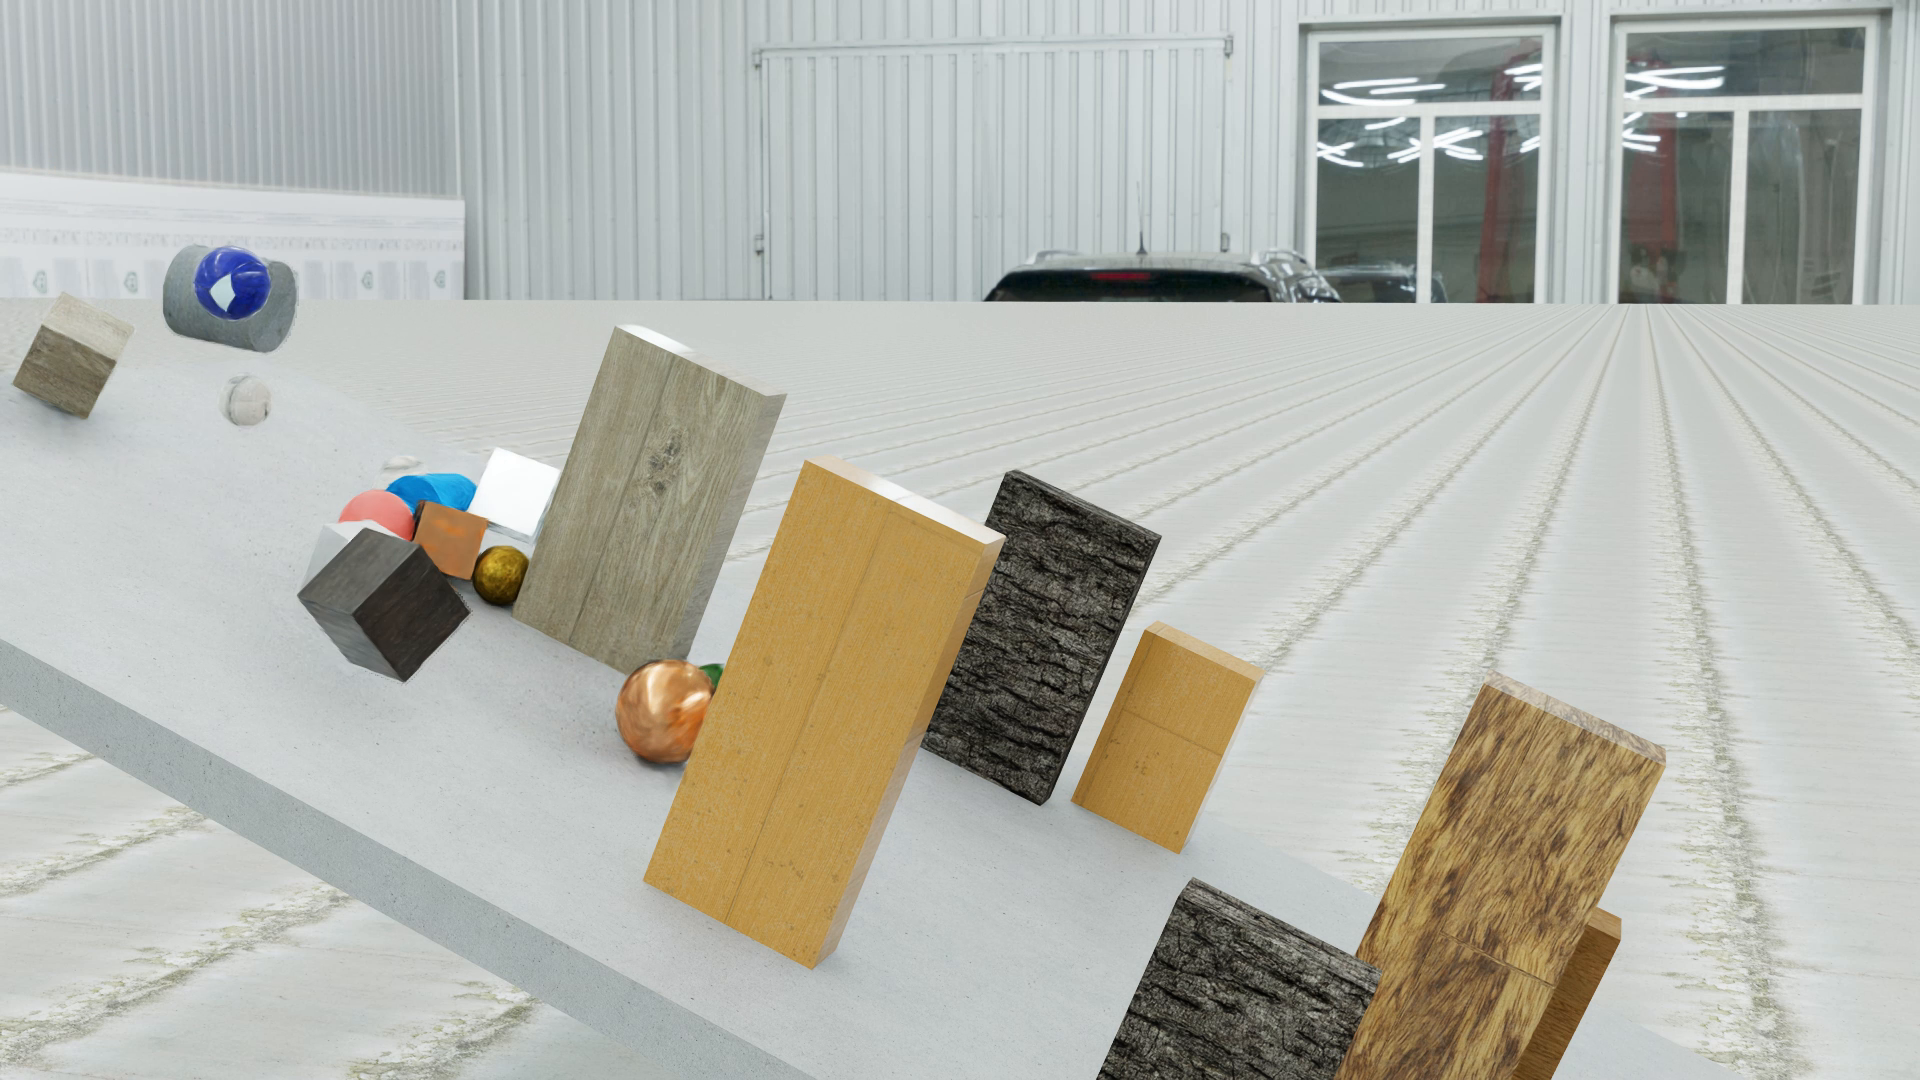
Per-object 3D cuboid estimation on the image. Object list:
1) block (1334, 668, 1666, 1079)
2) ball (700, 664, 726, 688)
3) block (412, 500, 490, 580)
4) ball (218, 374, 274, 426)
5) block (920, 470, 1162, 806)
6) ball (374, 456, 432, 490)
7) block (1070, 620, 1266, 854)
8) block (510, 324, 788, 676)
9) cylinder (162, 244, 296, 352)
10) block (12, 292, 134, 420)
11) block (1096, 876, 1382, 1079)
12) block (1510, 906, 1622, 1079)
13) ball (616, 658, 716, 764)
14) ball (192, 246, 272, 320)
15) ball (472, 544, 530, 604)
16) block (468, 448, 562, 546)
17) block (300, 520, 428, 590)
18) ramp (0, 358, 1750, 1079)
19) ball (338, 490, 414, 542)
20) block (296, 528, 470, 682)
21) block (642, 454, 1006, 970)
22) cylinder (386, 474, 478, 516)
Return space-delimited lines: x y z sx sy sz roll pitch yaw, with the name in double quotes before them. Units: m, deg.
"block" 0.835 0.639 3.593 0.302 0.795 0.139 25 13 13
"ball" -0.466 0.315 4.193 0.159 0.159 0.159 0 7 0
"block" -1.053 -0.001 4.489 0.130 0.130 0.130 18 -5 -20
"ball" -1.530 -0.299 4.708 0.114 0.114 0.114 0 7 0
"block" 0.143 0.204 4.616 0.340 0.617 0.083 25 13 13
"ball" -1.208 -0.119 4.778 0.130 0.130 0.130 0 7 0
"block" 0.445 0.420 4.701 0.257 0.413 0.129 25 13 13
"block" -0.626 -0.068 4.404 0.345 0.638 0.113 25 13 13
"cylinder" -1.515 -0.502 4.567 0.192 0.192 0.192 12 9 11
"block" -1.853 -0.386 4.601 0.160 0.160 0.160 28 25 -20
"block" 0.352 0.752 3.058 0.288 0.474 0.100 25 13 13
"block" 0.908 0.797 3.880 0.346 0.436 0.134 25 13 13
"ball" -0.532 0.313 4.015 0.192 0.192 0.192 0 7 0
"ball" -1.408 -0.496 4.255 0.144 0.144 0.144 0 7 0
"ball" -0.935 0.071 4.489 0.123 0.123 0.123 0 7 0
"block" -0.921 -0.084 4.647 0.151 0.151 0.151 20 -11 10
"block" -1.127 0.061 4.156 0.142 0.142 0.142 28 14 18
"ramp" -0.299 0.526 4.190 4.000 0.100 2.000 25 13 13
"ball" -1.171 -0.027 4.413 0.147 0.147 0.147 0 7 0
"block" -0.988 0.110 3.773 0.169 0.169 0.169 13 53 40
"block" -0.219 0.271 3.466 0.313 0.742 0.110 25 13 13
"cylinder" -1.116 -0.062 4.650 0.155 0.155 0.155 3 4 20
